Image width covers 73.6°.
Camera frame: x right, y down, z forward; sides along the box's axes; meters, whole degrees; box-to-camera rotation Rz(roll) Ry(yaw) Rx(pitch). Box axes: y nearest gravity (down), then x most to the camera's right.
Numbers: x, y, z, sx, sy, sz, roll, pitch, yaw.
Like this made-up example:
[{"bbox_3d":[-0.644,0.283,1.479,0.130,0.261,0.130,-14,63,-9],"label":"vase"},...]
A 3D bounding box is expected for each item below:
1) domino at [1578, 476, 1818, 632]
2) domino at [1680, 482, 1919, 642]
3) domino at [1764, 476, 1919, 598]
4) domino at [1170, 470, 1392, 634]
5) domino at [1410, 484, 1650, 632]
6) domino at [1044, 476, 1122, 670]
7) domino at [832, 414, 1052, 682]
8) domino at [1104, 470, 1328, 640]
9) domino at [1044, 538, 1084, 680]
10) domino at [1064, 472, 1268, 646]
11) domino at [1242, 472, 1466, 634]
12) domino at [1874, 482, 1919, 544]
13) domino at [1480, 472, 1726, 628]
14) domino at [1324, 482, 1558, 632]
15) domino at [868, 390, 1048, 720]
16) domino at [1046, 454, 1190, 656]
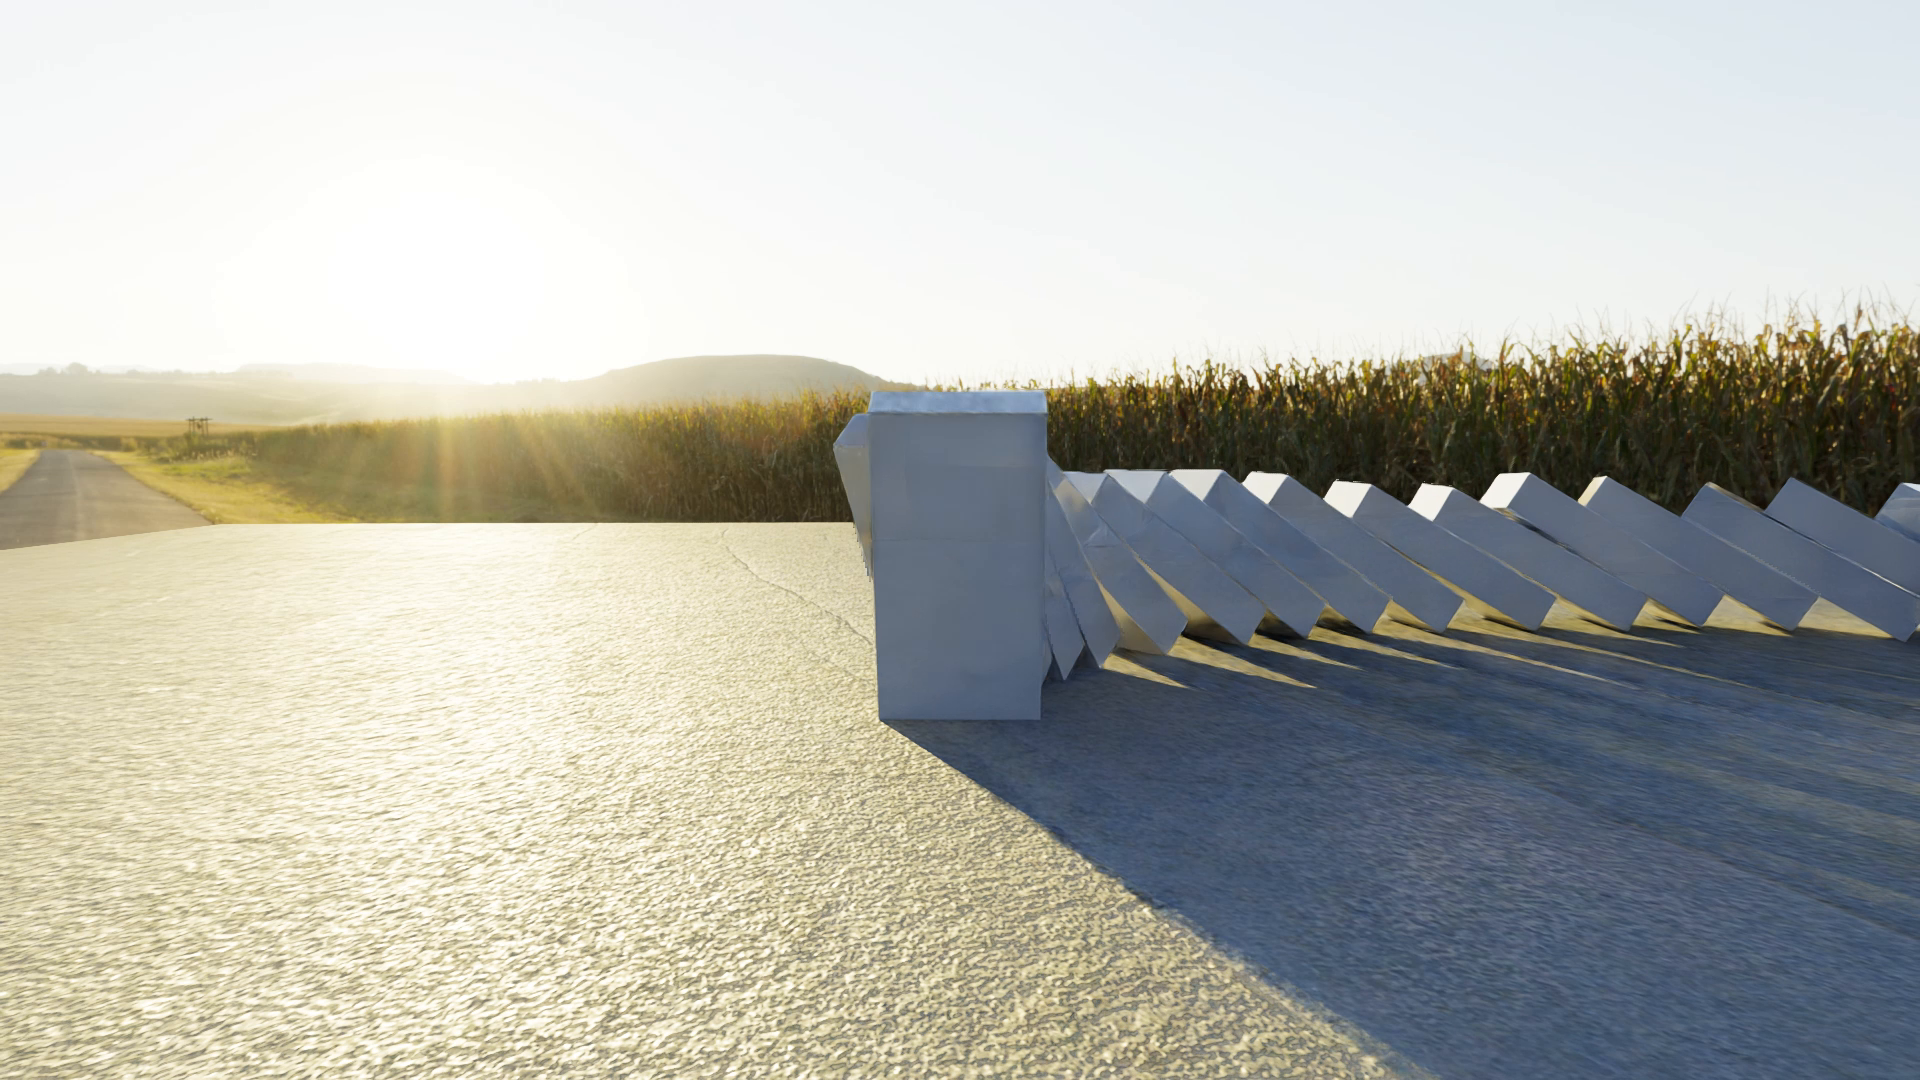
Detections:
[{"bbox_3d":[0.171,0.002,0.301,0.050,0.009,0.025,34,12,16],"label":"domino"},{"bbox_3d":[0.193,0.004,0.294,0.050,0.009,0.025,36,22,26],"label":"domino"},{"bbox_3d":[0.208,0.003,0.286,0.050,0.009,0.025,39,23,30],"label":"domino"},{"bbox_3d":[0.069,0.002,0.288,0.050,0.010,0.025,35,-6,-14],"label":"domino"},{"bbox_3d":[0.132,0.004,0.302,0.050,0.010,0.025,29,6,2],"label":"domino"},{"bbox_3d":[0.009,0.002,0.240,0.025,0.050,0.010,4,44,40],"label":"domino"},{"bbox_3d":[-0.002,0.003,0.211,0.025,0.050,0.010,2,37,21],"label":"domino"},{"bbox_3d":[0.053,0.003,0.280,0.050,0.010,0.025,36,-10,-20],"label":"domino"},{"bbox_3d":[0.002,0.003,0.227,0.025,0.050,0.009,3,41,33],"label":"domino"},{"bbox_3d":[0.039,0.004,0.272,0.050,0.010,0.025,37,-13,-24],"label":"domino"},{"bbox_3d":[0.088,0.002,0.296,0.050,0.009,0.025,34,0,-7],"label":"domino"},{"bbox_3d":[0.226,0.005,0.273,0.025,0.010,0.050,1,32,-37],"label":"domino"},{"bbox_3d":[0.149,0.002,0.302,0.050,0.009,0.025,33,6,5],"label":"domino"},{"bbox_3d":[0.110,0.003,0.300,0.050,0.009,0.025,30,3,-4],"label":"domino"},{"bbox_3d":[0.000,0.003,0.192,0.025,0.050,0.010,0,25,1],"label":"domino"},{"bbox_3d":[0.022,0.003,0.258,0.050,0.009,0.025,46,-21,-28],"label":"domino"}]
